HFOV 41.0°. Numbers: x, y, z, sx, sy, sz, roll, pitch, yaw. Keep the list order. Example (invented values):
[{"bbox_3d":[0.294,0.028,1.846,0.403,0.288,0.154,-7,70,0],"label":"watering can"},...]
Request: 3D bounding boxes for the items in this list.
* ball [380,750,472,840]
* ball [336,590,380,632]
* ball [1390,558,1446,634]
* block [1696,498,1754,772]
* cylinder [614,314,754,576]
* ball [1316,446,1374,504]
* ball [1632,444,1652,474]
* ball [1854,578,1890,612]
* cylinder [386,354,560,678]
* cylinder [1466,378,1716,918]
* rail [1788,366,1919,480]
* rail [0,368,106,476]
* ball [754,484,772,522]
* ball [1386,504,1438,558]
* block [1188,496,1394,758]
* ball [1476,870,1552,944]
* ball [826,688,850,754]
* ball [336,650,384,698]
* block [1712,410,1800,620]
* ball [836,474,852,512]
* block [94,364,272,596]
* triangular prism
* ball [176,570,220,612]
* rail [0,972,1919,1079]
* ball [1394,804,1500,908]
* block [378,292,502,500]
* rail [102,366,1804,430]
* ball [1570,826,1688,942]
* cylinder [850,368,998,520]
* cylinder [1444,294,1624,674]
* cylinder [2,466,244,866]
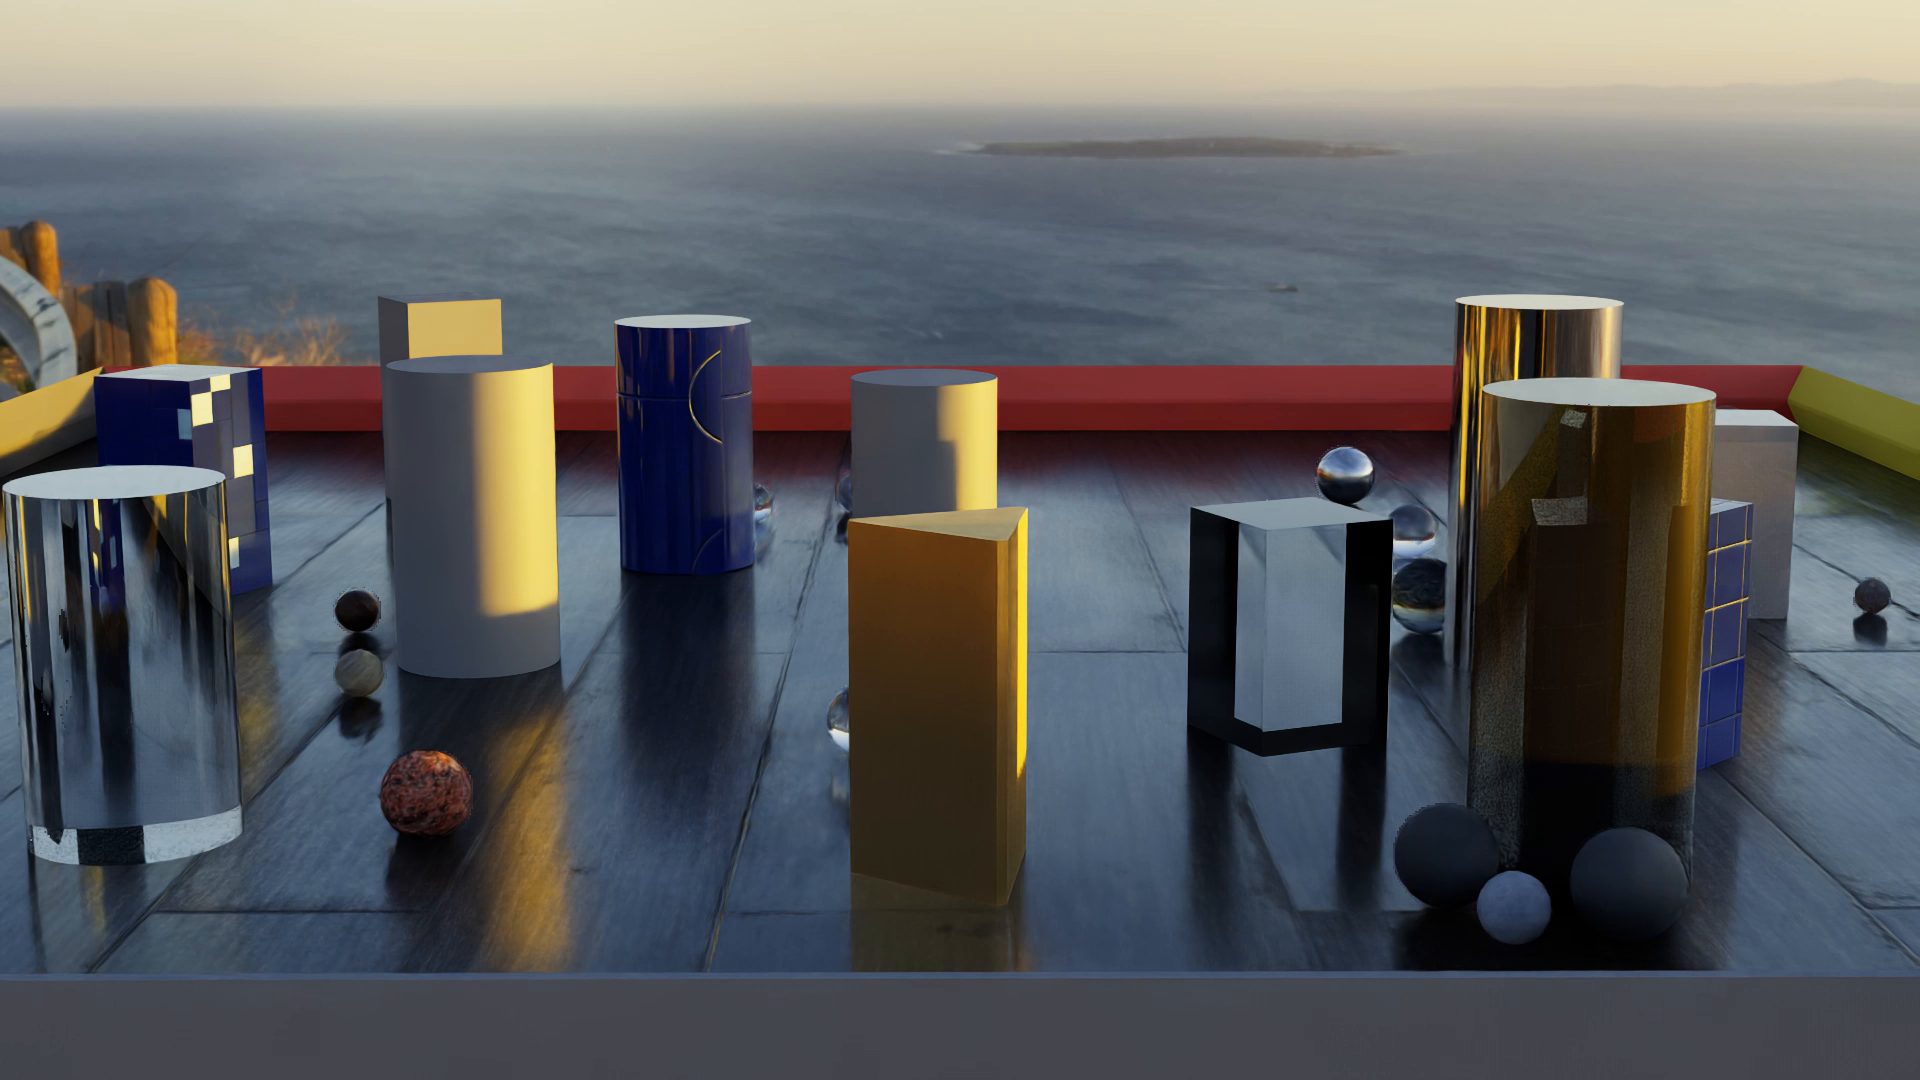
[{"bbox_3d":[-0.508,0.243,2.441,0.086,0.086,0.086,0,10,0],"label":"ball"},{"bbox_3d":[-0.785,0.092,3.340,0.056,0.056,0.056,0,10,0],"label":"ball"},{"bbox_3d":[0.604,0.072,3.325,0.099,0.099,0.099,0,10,0],"label":"ball"},{"bbox_3d":[0.723,0.096,2.722,0.159,0.273,0.159,10,14,43],"label":"block"},{"bbox_3d":[-0.404,-0.143,3.775,0.199,0.359,0.199,0,10,0],"label":"cylinder"},{"bbox_3d":[0.647,-0.108,4.307,0.097,0.097,0.097,0,10,0],"label":"ball"},{"bbox_3d":[1.241,-0.145,4.631,0.053,0.053,0.053,0,10,0],"label":"ball"},{"bbox_3d":[1.229,0.075,3.456,0.046,0.046,0.046,0,10,0],"label":"ball"},{"bbox_3d":[-0.596,-0.033,3.153,0.199,0.369,0.199,0,10,0],"label":"cylinder"},{"bbox_3d":[0.556,0.090,2.276,0.199,0.447,0.199,0,10,0],"label":"cylinder"},{"bbox_3d":[1.690,0.031,3.458,0.045,0.129,3.517,0,10,0],"label":"rail"},{"bbox_3d":[-1.690,0.035,3.439,0.045,0.129,3.517,0,10,0],"label":"rail"},{"bbox_3d":[-0.333,-0.060,4.146,0.061,0.061,0.061,0,10,0],"label":"ball"},{"bbox_3d":[0.672,-0.013,3.835,0.082,0.082,0.082,0,10,0],"label":"ball"},{"bbox_3d":[0.360,0.092,2.818,0.159,0.246,0.159,-5,12,-25],"label":"block"},{"bbox_3d":[0.465,0.309,2.152,0.062,0.062,0.062,0,10,0],"label":"ball"},{"bbox_3d":[-0.103,0.192,2.739,0.078,0.078,0.078,0,10,0],"label":"ball"},{"bbox_3d":[-0.701,0.156,2.996,0.056,0.056,0.056,0,10,0],"label":"ball"},{"bbox_3d":[1.031,-0.038,3.481,0.159,0.260,0.159,1,11,5],"label":"block"},{"bbox_3d":[-0.172,-0.079,4.238,0.065,0.065,0.065,0,10,0],"label":"ball"},{"bbox_3d":[-1.083,-0.081,3.583,0.159,0.308,0.159,4,11,21],"label":"block"},{"bbox_3d":[0.013,0.141,2.332,0.172,0.326,0.149,8,13,36],"label":"triangular prism"},{"bbox_3d":[-1.027,0.069,3.458,0.057,0.057,0.057,0,10,0],"label":"ball"},{"bbox_3d":[0.010,0.349,1.743,3.428,0.129,0.045,0,10,0],"label":"rail"},{"bbox_3d":[0.425,0.277,2.243,0.090,0.090,0.090,0,10,0],"label":"ball"},{"bbox_3d":[-0.873,-0.237,4.327,0.159,0.343,0.159,-6,12,-29],"label":"block"},{"bbox_3d":[-0.010,-0.282,5.154,3.428,0.129,0.045,0,10,0],"label":"rail"},{"bbox_3d":[0.562,0.290,2.159,0.096,0.096,0.096,0,10,0],"label":"ball"},{"bbox_3d":[-0.049,-0.069,3.510,0.199,0.310,0.199,0,10,0],"label":"cylinder"},{"bbox_3d":[0.698,-0.068,3.131,0.199,0.446,0.199,0,10,0],"label":"cylinder"},{"bbox_3d":[-0.790,0.114,2.432,0.199,0.343,0.199,0,10,0],"label":"cylinder"}]
